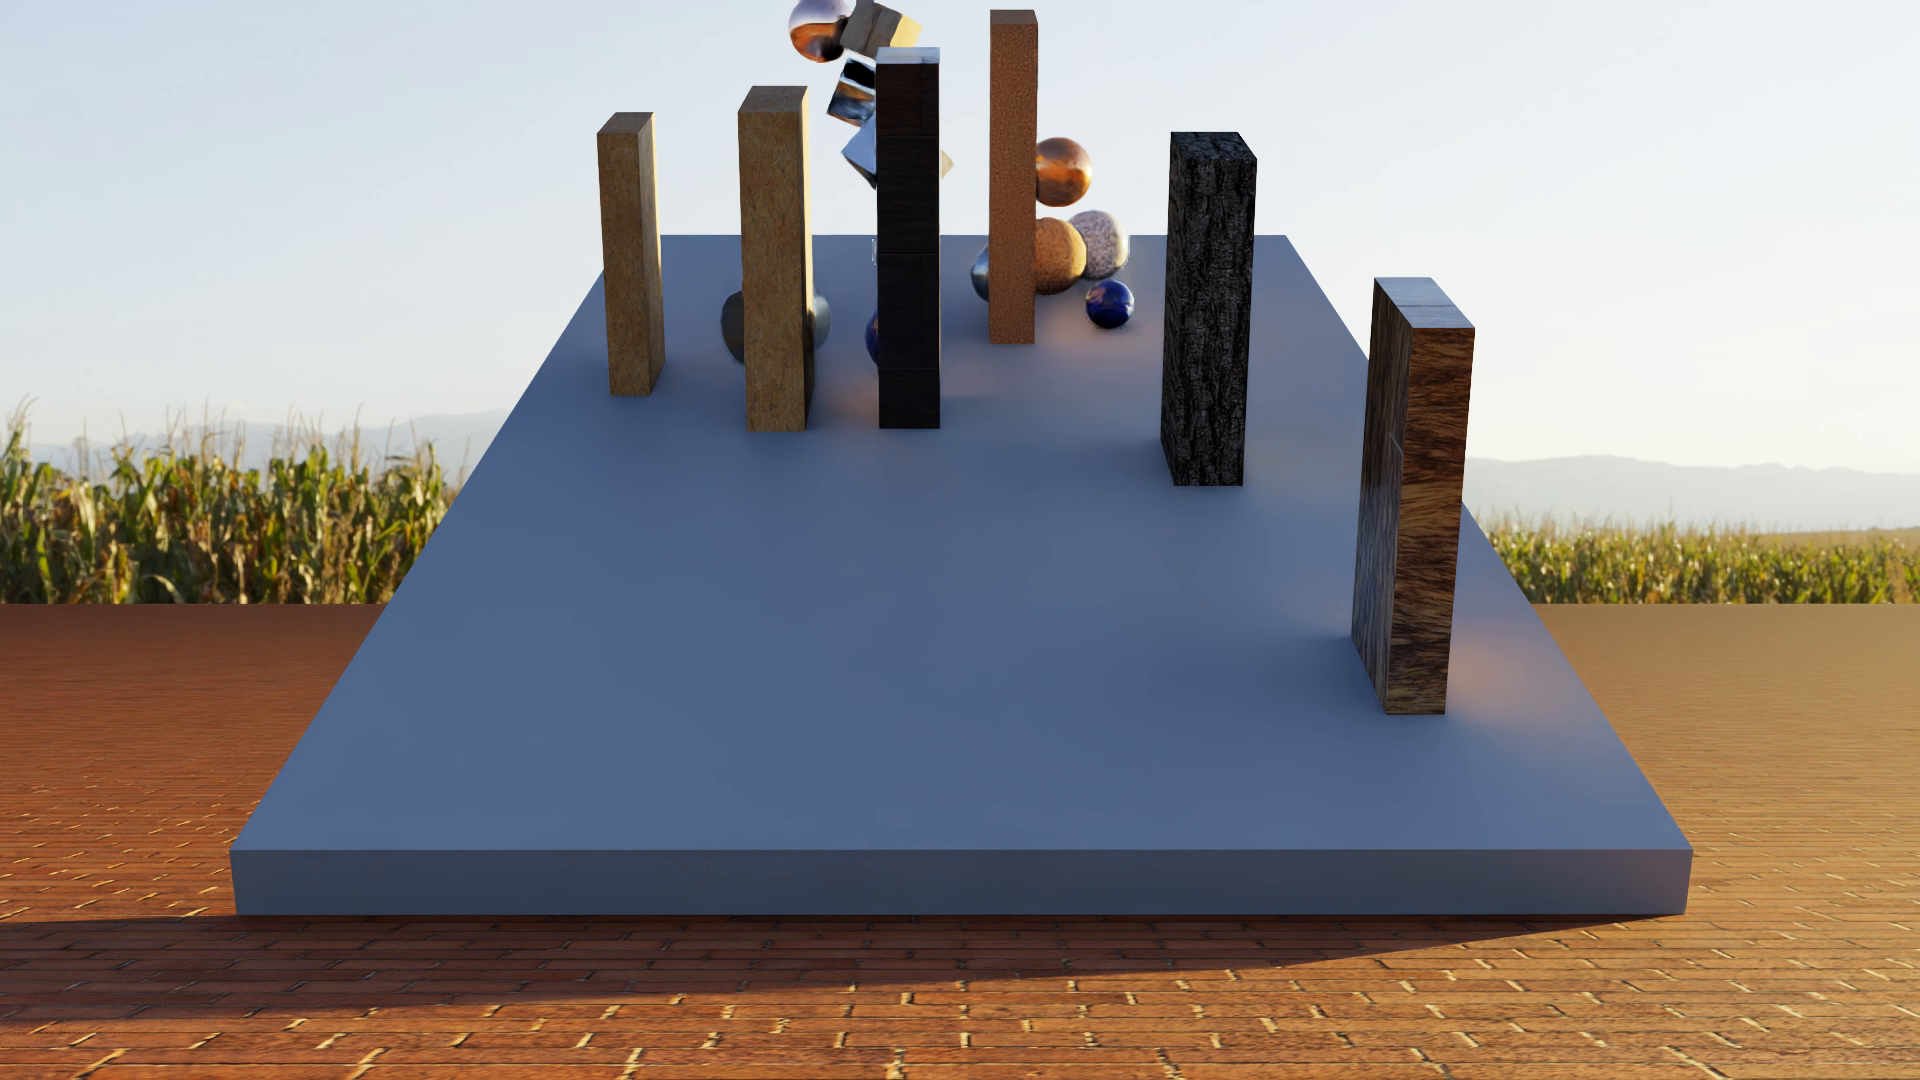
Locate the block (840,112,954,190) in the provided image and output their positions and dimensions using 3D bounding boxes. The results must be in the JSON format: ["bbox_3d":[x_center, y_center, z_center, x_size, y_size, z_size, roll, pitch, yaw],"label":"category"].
[{"bbox_3d":[-0.174,-1.061,6.290,0.186,0.186,0.186,40,-2,44],"label":"block"}]

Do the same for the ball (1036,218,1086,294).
[{"bbox_3d":[0.237,-0.766,6.102,0.208,0.208,0.208,0,-1,0],"label":"ball"}]

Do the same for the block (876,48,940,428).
[{"bbox_3d":[-0.111,-0.657,4.935,0.132,0.789,0.251,0,20,0],"label":"block"}]

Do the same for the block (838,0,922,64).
[{"bbox_3d":[-0.226,-1.440,6.458,0.149,0.149,0.149,27,8,20],"label":"block"}]

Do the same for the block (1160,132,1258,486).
[{"bbox_3d":[0.503,-0.475,4.617,0.139,0.663,0.320,0,20,0],"label":"block"}]

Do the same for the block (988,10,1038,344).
[{"bbox_3d":[0.130,-0.909,5.648,0.110,0.782,0.306,0,20,0],"label":"block"}]

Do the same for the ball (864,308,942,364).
[{"bbox_3d":[-0.131,-0.471,5.230,0.178,0.178,0.178,0,-1,0],"label":"ball"}]

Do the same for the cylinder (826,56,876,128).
[{"bbox_3d":[-0.276,-1.291,6.592,0.178,0.178,0.178,21,-5,-8],"label":"cylinder"}]

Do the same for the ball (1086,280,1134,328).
[{"bbox_3d":[0.381,-0.602,5.768,0.124,0.124,0.124,0,-1,0],"label":"ball"}]

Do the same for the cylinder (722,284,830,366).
[{"bbox_3d":[-0.445,-0.526,5.462,0.186,0.186,0.186,-1,14,42],"label":"cylinder"}]

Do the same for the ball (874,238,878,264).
[{"bbox_3d":[-0.169,-0.807,6.308,0.145,0.145,0.145,0,-1,0],"label":"ball"}]

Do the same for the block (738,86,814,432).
[{"bbox_3d":[-0.401,-0.625,4.989,0.125,0.692,0.375,0,20,0],"label":"block"}]

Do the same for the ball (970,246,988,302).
[{"bbox_3d":[0.113,-0.701,5.975,0.170,0.170,0.170,0,-1,0],"label":"ball"}]

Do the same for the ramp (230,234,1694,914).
[{"bbox_3d":[-0.005,-0.204,4.989,2.000,0.100,4.000,0,20,0],"label":"ramp"}]

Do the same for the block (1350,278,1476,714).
[{"bbox_3d":[0.707,-0.074,3.565,0.091,0.618,0.325,0,20,0],"label":"block"}]

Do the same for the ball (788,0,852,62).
[{"bbox_3d":[-0.398,-1.477,6.525,0.197,0.197,0.197,0,-1,0],"label":"ball"}]

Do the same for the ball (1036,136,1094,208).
[{"bbox_3d":[0.289,-1.087,6.686,0.208,0.208,0.208,0,-1,0],"label":"ball"}]

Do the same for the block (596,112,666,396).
[{"bbox_3d":[-0.758,-0.665,5.234,0.091,0.600,0.298,0,20,0],"label":"block"}]

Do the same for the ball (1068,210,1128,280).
[{"bbox_3d":[0.368,-0.815,6.247,0.195,0.195,0.195,0,-1,0],"label":"ball"}]
